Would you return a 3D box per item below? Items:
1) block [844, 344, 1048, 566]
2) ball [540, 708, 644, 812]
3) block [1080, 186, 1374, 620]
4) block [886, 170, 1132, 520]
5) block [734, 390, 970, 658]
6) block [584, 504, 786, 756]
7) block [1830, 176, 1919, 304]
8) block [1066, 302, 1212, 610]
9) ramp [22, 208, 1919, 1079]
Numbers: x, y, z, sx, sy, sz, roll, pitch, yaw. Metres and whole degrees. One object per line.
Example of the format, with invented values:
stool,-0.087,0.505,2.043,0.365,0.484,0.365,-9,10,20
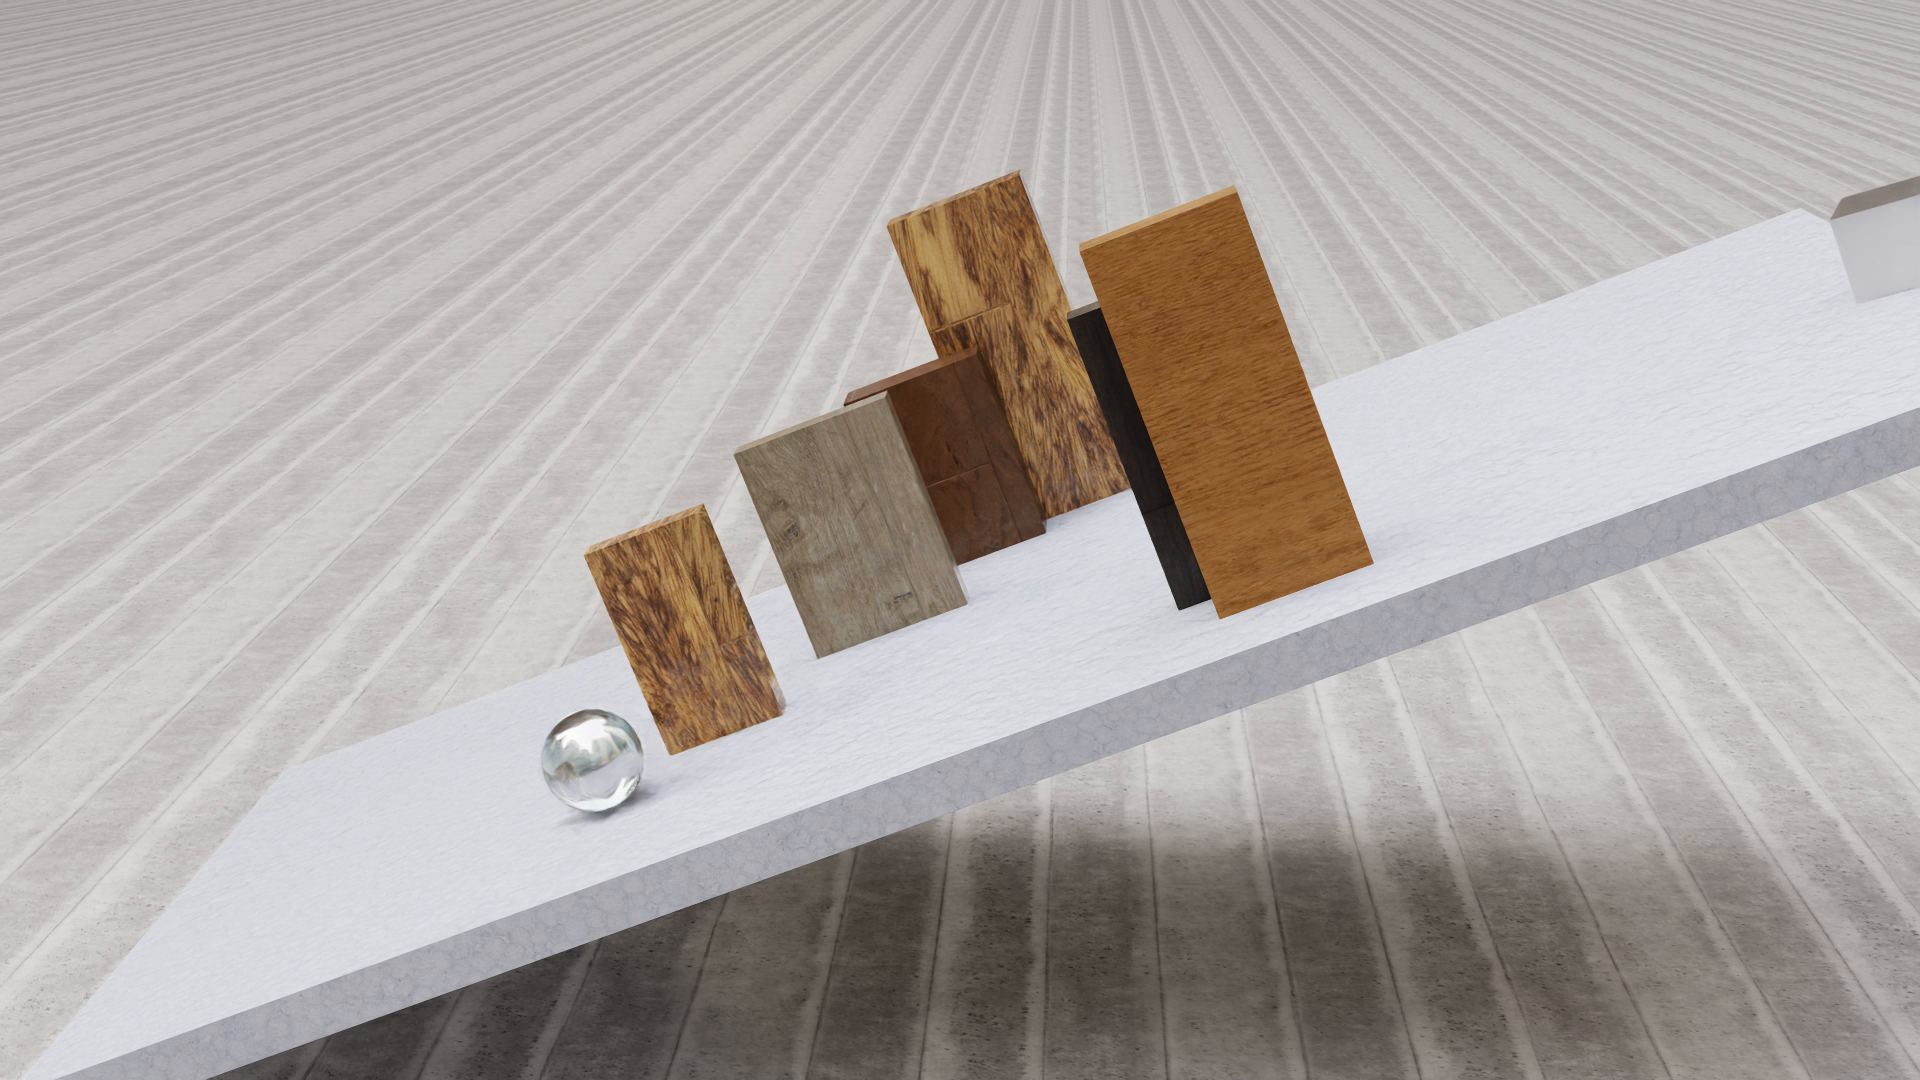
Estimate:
block,-0.031,-0.180,6.808,0.326,0.446,0.148,-20,12,7
ball,-0.735,0.440,5.879,0.206,0.206,0.206,0,13,0
block,0.496,-0.253,5.465,0.305,0.741,0.106,-20,12,7
block,0.127,-0.438,6.869,0.327,0.775,0.124,-20,12,7
block,-0.234,-0.031,6.399,0.352,0.489,0.080,-20,12,7
block,-0.566,0.187,6.088,0.255,0.459,0.084,-20,12,7
block,1.890,-0.611,5.954,0.182,0.182,0.182,-15,13,29
block,0.440,-0.196,5.642,0.271,0.607,0.090,-20,12,7
ramp,0.120,0.175,6.293,4.000,0.100,2.000,-20,12,7
